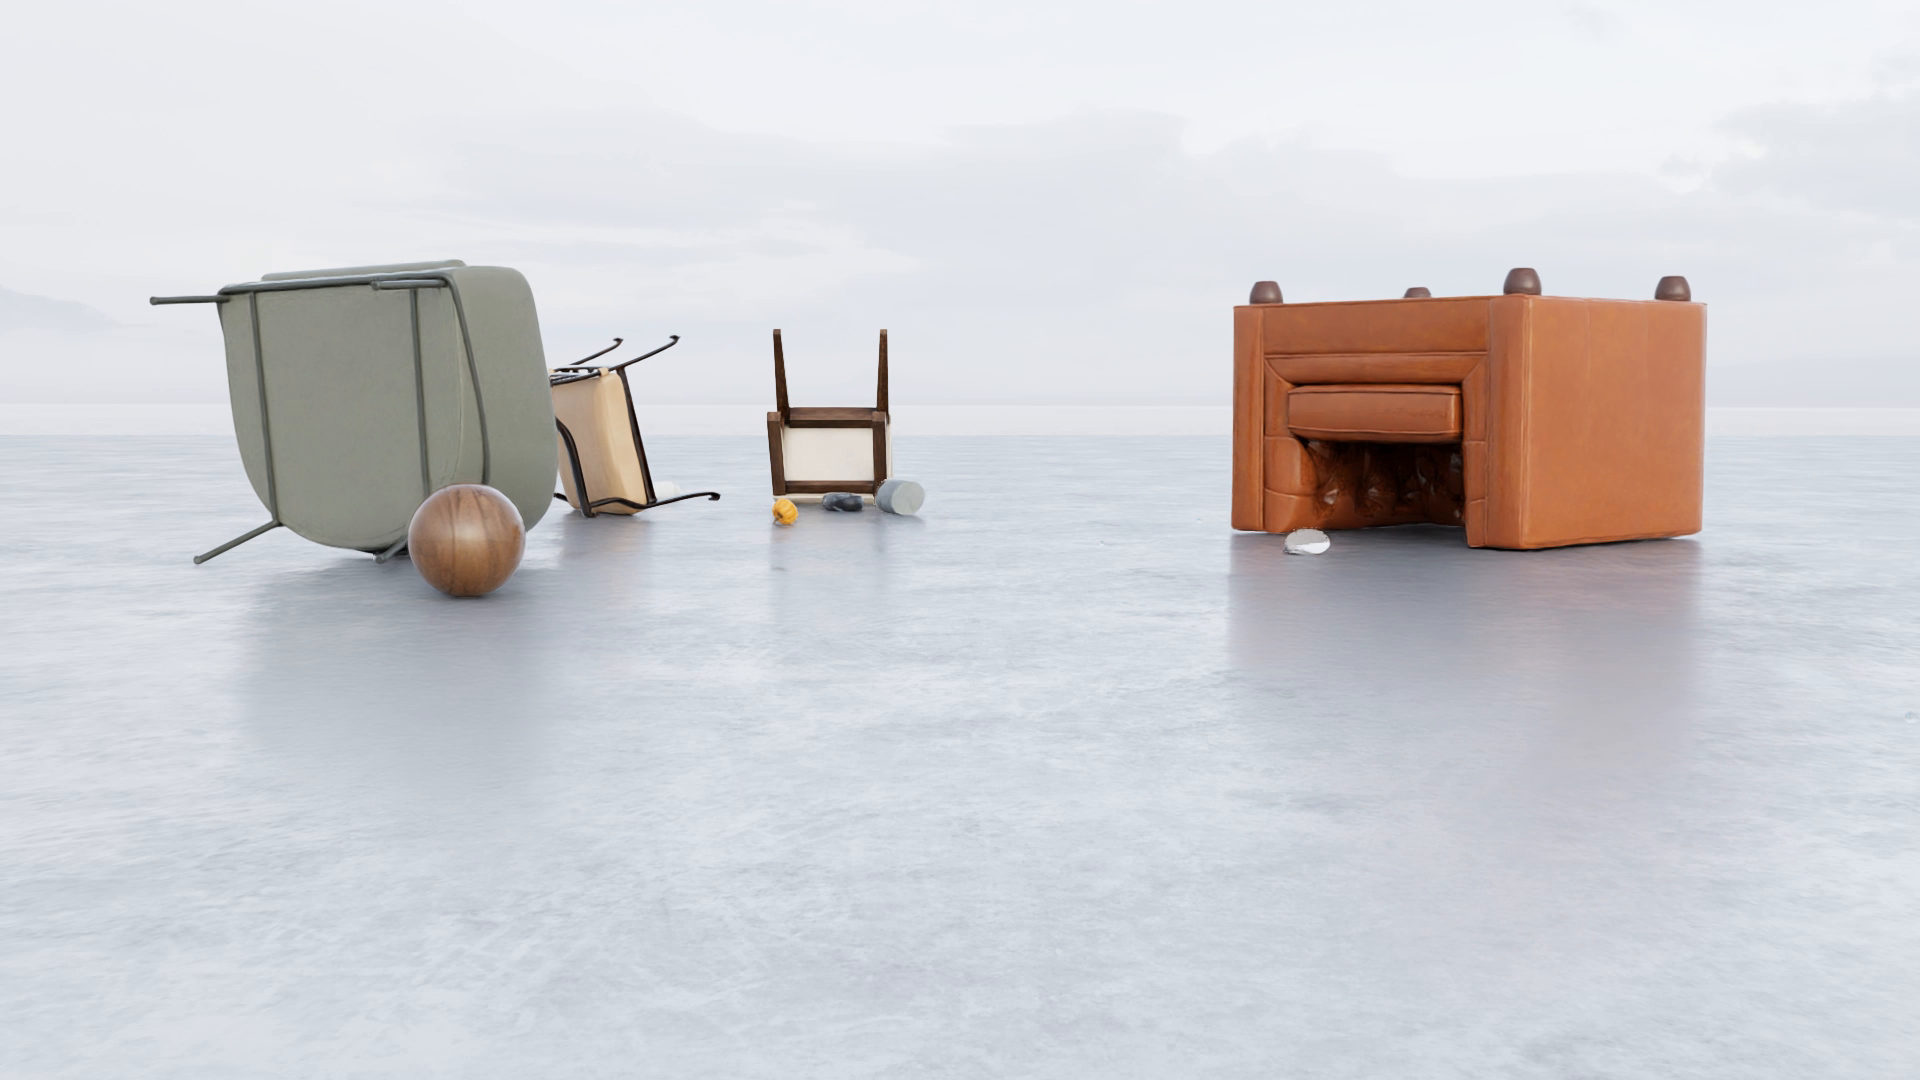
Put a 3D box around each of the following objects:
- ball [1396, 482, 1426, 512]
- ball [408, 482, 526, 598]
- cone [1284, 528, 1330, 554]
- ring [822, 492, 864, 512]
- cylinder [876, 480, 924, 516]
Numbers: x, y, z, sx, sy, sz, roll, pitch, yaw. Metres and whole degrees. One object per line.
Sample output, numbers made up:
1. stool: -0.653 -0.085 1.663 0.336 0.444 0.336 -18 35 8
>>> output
1. ball: 1.643 -0.157 8.010 0.112 0.112 0.112 0 4 0
2. ball: -1.061 -0.001 4.735 0.250 0.250 0.250 0 4 0
3. cone: 0.920 0.018 6.026 0.134 0.073 0.146 -1 -10 -19
4. ring: -0.434 -0.141 8.160 0.144 0.062 0.270 0 4 -19
5. cylinder: -0.215 -0.154 7.910 0.134 0.113 0.172 -40 16 -14
